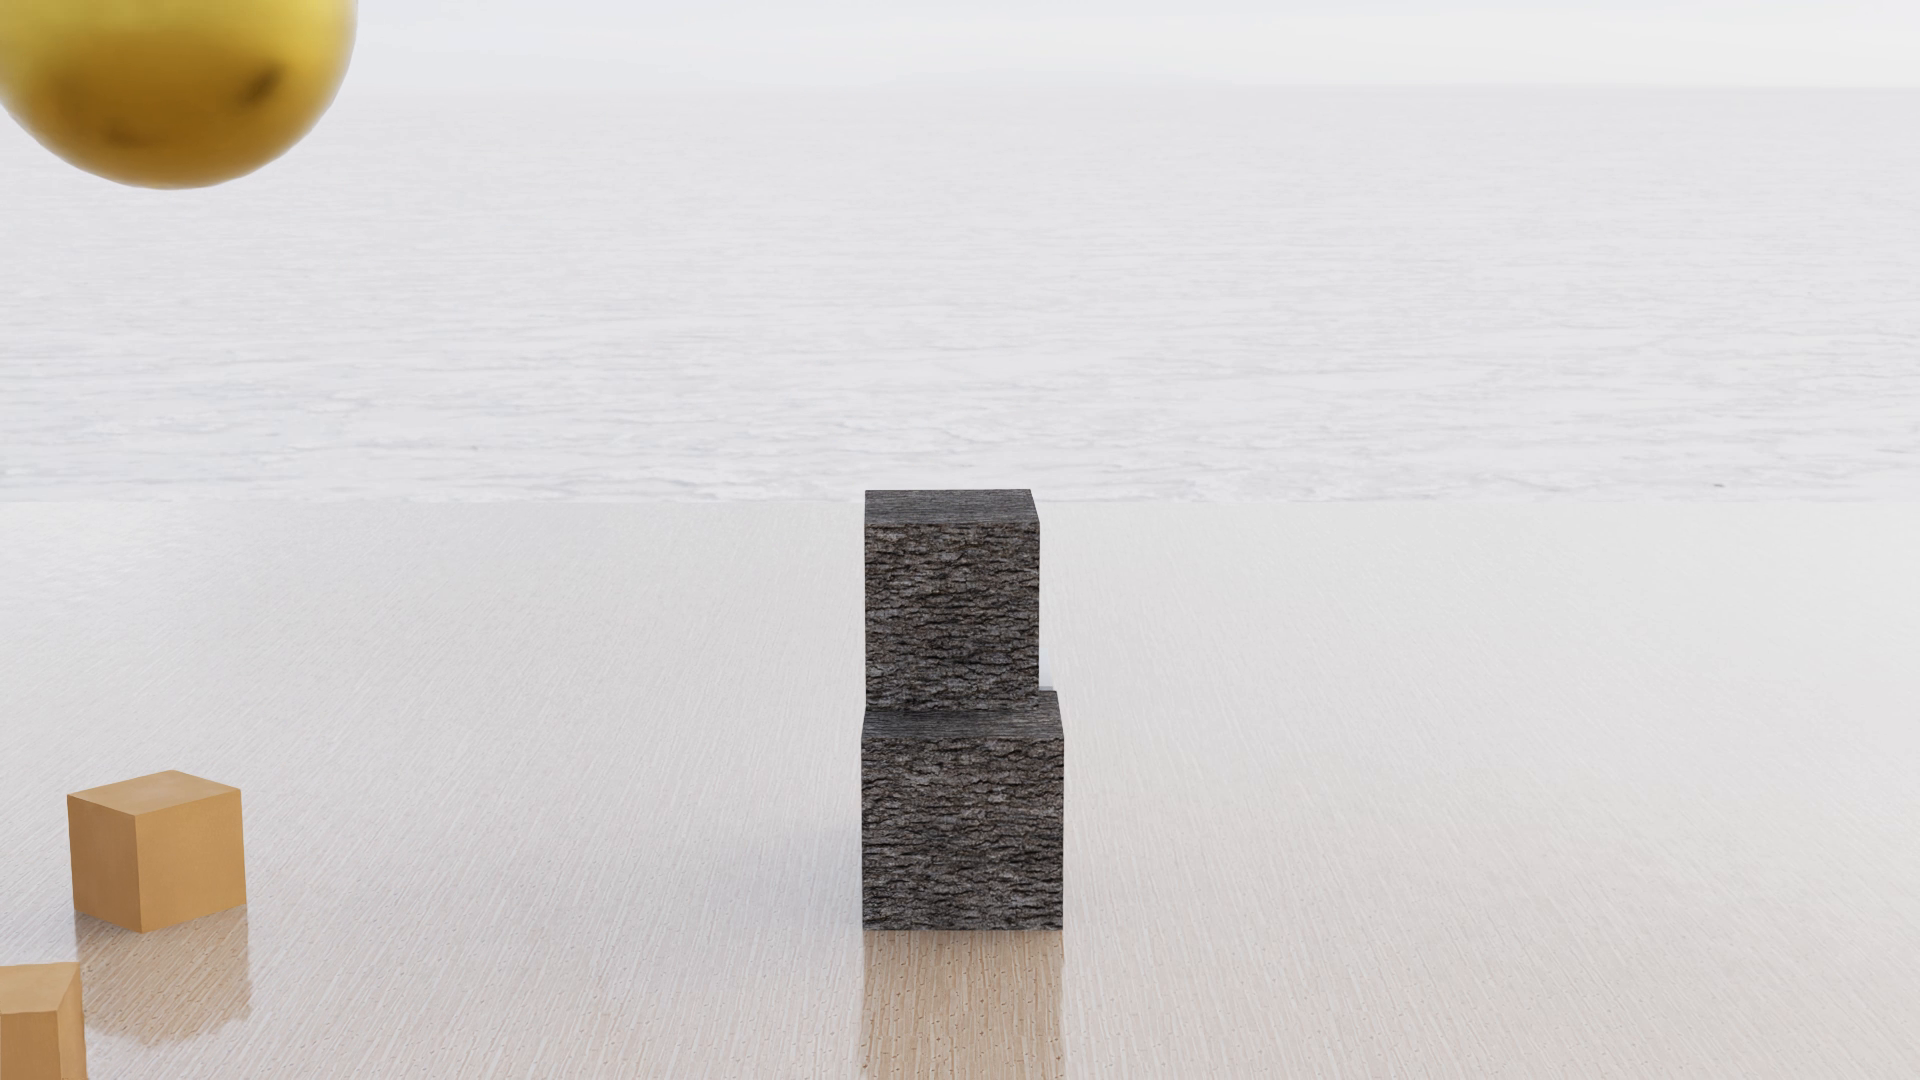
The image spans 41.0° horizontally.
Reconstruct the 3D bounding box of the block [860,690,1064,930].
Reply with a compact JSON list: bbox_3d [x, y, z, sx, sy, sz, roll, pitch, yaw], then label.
[{"bbox_3d":[0.011,1.142,10.981,0.833,0.824,0.823,0,10,0],"label":"block"}]

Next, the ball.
[{"bbox_3d":[-3.343,-2.272,10.767,1.600,1.600,1.600,0,10,0],"label":"ball"}]

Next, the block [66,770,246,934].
[{"bbox_3d":[-3.414,1.316,10.913,0.503,0.507,0.513,8,13,39],"label":"block"}]

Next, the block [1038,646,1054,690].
[{"bbox_3d":[0.016,0.988,11.783,0.793,0.841,0.791,0,10,0],"label":"block"}]

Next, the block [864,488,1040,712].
[{"bbox_3d":[-0.044,0.251,11.207,0.740,0.818,0.704,0,13,-2],"label":"block"}]

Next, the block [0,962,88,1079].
[{"bbox_3d":[-3.254,1.743,8.656,0.502,0.473,0.481,-2,10,-10],"label":"block"}]
